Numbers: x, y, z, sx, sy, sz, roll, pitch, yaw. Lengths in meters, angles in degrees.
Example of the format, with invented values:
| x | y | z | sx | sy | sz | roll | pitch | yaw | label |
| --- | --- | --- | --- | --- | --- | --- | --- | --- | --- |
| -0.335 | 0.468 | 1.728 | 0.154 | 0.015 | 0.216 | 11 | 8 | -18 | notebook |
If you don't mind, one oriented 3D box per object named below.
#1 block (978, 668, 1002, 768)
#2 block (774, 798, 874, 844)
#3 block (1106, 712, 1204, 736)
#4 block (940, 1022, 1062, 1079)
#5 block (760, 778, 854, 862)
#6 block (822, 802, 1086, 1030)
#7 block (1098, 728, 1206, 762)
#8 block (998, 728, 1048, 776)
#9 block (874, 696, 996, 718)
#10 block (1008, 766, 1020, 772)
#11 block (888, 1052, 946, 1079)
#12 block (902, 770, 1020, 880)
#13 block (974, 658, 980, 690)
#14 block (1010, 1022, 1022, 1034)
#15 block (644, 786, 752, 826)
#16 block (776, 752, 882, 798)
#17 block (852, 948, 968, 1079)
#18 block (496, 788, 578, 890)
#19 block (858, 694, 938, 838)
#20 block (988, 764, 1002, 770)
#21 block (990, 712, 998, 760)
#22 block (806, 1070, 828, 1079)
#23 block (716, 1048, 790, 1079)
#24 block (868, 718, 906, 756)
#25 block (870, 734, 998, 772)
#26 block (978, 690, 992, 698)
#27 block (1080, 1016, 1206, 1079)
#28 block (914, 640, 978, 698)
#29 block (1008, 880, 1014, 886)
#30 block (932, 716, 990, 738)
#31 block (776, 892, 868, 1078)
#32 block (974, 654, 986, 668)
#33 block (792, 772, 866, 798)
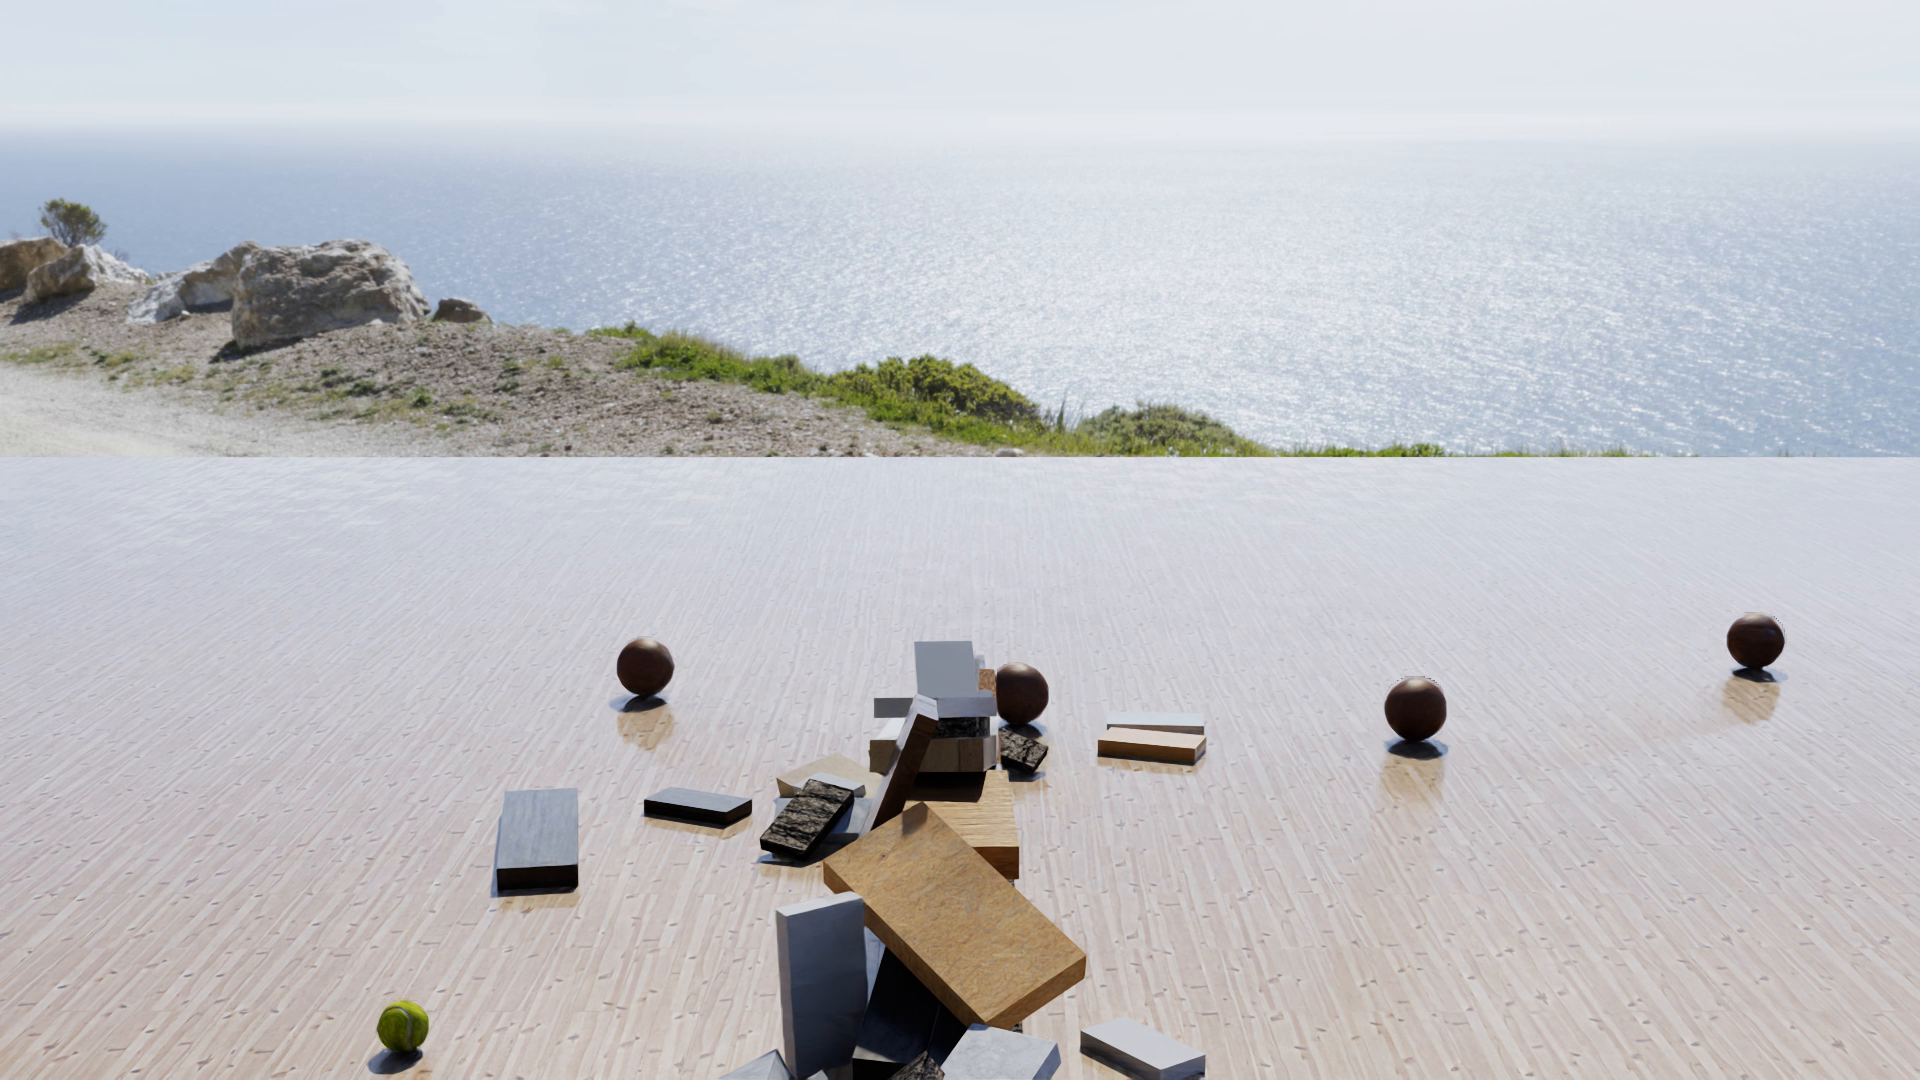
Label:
| x | y | z | sx | sy | sz | roll | pitch | yaw | label |
| --- | --- | --- | --- | --- | --- | --- | --- | --- | --- |
| 0.004 | 0.364 | 4.301 | 0.139 | 0.039 | 0.278 | 1 | 42 | -4 | block |
| -0.211 | 0.503 | 3.943 | 0.243 | 0.026 | 0.090 | -1 | 36 | 4 | block |
| 0.414 | 0.392 | 4.656 | 0.203 | 0.029 | 0.102 | 1 | 11 | 5 | block |
| 0.014 | 0.704 | 2.725 | 0.123 | 0.035 | 0.247 | 6 | 33 | 30 | block |
| -0.270 | 0.496 | 3.906 | 0.090 | 0.026 | 0.181 | 12 | 35 | 23 | block |
| -0.011 | 0.513 | 2.983 | 0.175 | 0.049 | 0.349 | -28 | 49 | -29 | block |
| 0.394 | 0.419 | 4.509 | 0.203 | 0.029 | 0.102 | 4 | 11 | 19 | block |
| 0.088 | 0.412 | 4.373 | 0.156 | 0.022 | 0.078 | 19 | 34 | 16 | block |
| -0.038 | 0.274 | 3.600 | 0.114 | 0.032 | 0.228 | -2 | -5 | 25 | block |
| 0.087 | 0.421 | 4.411 | 0.133 | 0.019 | 0.067 | 27 | 23 | 27 | block |
| -0.111 | 0.719 | 2.625 | 0.135 | 0.038 | 0.270 | -40 | 0 | 19 | block |
| -0.008 | 0.422 | 3.287 | 0.175 | 0.049 | 0.349 | 0 | 12 | -2 | block |
| -0.007 | 0.326 | 4.237 | 0.078 | 0.022 | 0.265 | 4 | 42 | 1 | block |
| -0.006 | 0.619 | 3.092 | 0.179 | 0.051 | 0.357 | 0 | 28 | -1 | block |
| -0.489 | 0.496 | 4.105 | 0.181 | 0.026 | 0.090 | 5 | 12 | 26 | block |
| -0.223 | 0.471 | 4.125 | 0.134 | 0.038 | 0.268 | -21 | 19 | -27 | block |
| -0.023 | 0.615 | 2.991 | 0.179 | 0.051 | 0.357 | 4 | 28 | 8 | block |
| -0.747 | 0.526 | 3.908 | 0.134 | 0.038 | 0.446 | -2 | 11 | -10 | block |
| -0.130 | 0.449 | 3.258 | 0.033 | 0.446 | 0.115 | 21 | 9 | -6 | block |
| -0.006 | 0.423 | 3.594 | 0.164 | 0.046 | 0.328 | 0 | 6 | -3 | block |
| 0.001 | 0.401 | 3.936 | 0.130 | 0.037 | 0.260 | 1 | 32 | 2 | block |
| -0.246 | 0.727 | 2.668 | 0.115 | 0.033 | 0.230 | -36 | -4 | 22 | block |
| -0.285 | 0.699 | 2.686 | 0.135 | 0.038 | 0.270 | -27 | 0 | 0 | block |
| -0.094 | 0.399 | 4.506 | 0.134 | 0.038 | 0.268 | -13 | 8 | 11 | block |
| -0.037 | 0.345 | 3.574 | 0.175 | 0.049 | 0.426 | -1 | -4 | 4 | block |
| -0.003 | 0.400 | 4.200 | 0.139 | 0.039 | 0.278 | 1 | 42 | -3 | block |
| 0.250 | 0.700 | 3.015 | 0.082 | 0.023 | 0.165 | -8 | 13 | -36 | block |
| -0.023 | 0.315 | 4.206 | 0.114 | 0.032 | 0.316 | -1 | 42 | -5 | block |
| -0.006 | 0.558 | 3.330 | 0.179 | 0.051 | 0.357 | 0 | 26 | -1 | block |
| -0.018 | 0.312 | 3.684 | 0.114 | 0.032 | 0.228 | -1 | -4 | 6 | block |
| -0.183 | 0.600 | 2.970 | 0.115 | 0.230 | 0.033 | -9 | 13 | -30 | block |
| -0.009 | 0.339 | 4.394 | 0.139 | 0.039 | 0.278 | -1 | 40 | -6 | block |
| -0.242 | 0.462 | 4.070 | 0.067 | 0.019 | 0.133 | -25 | 21 | -37 | block |
